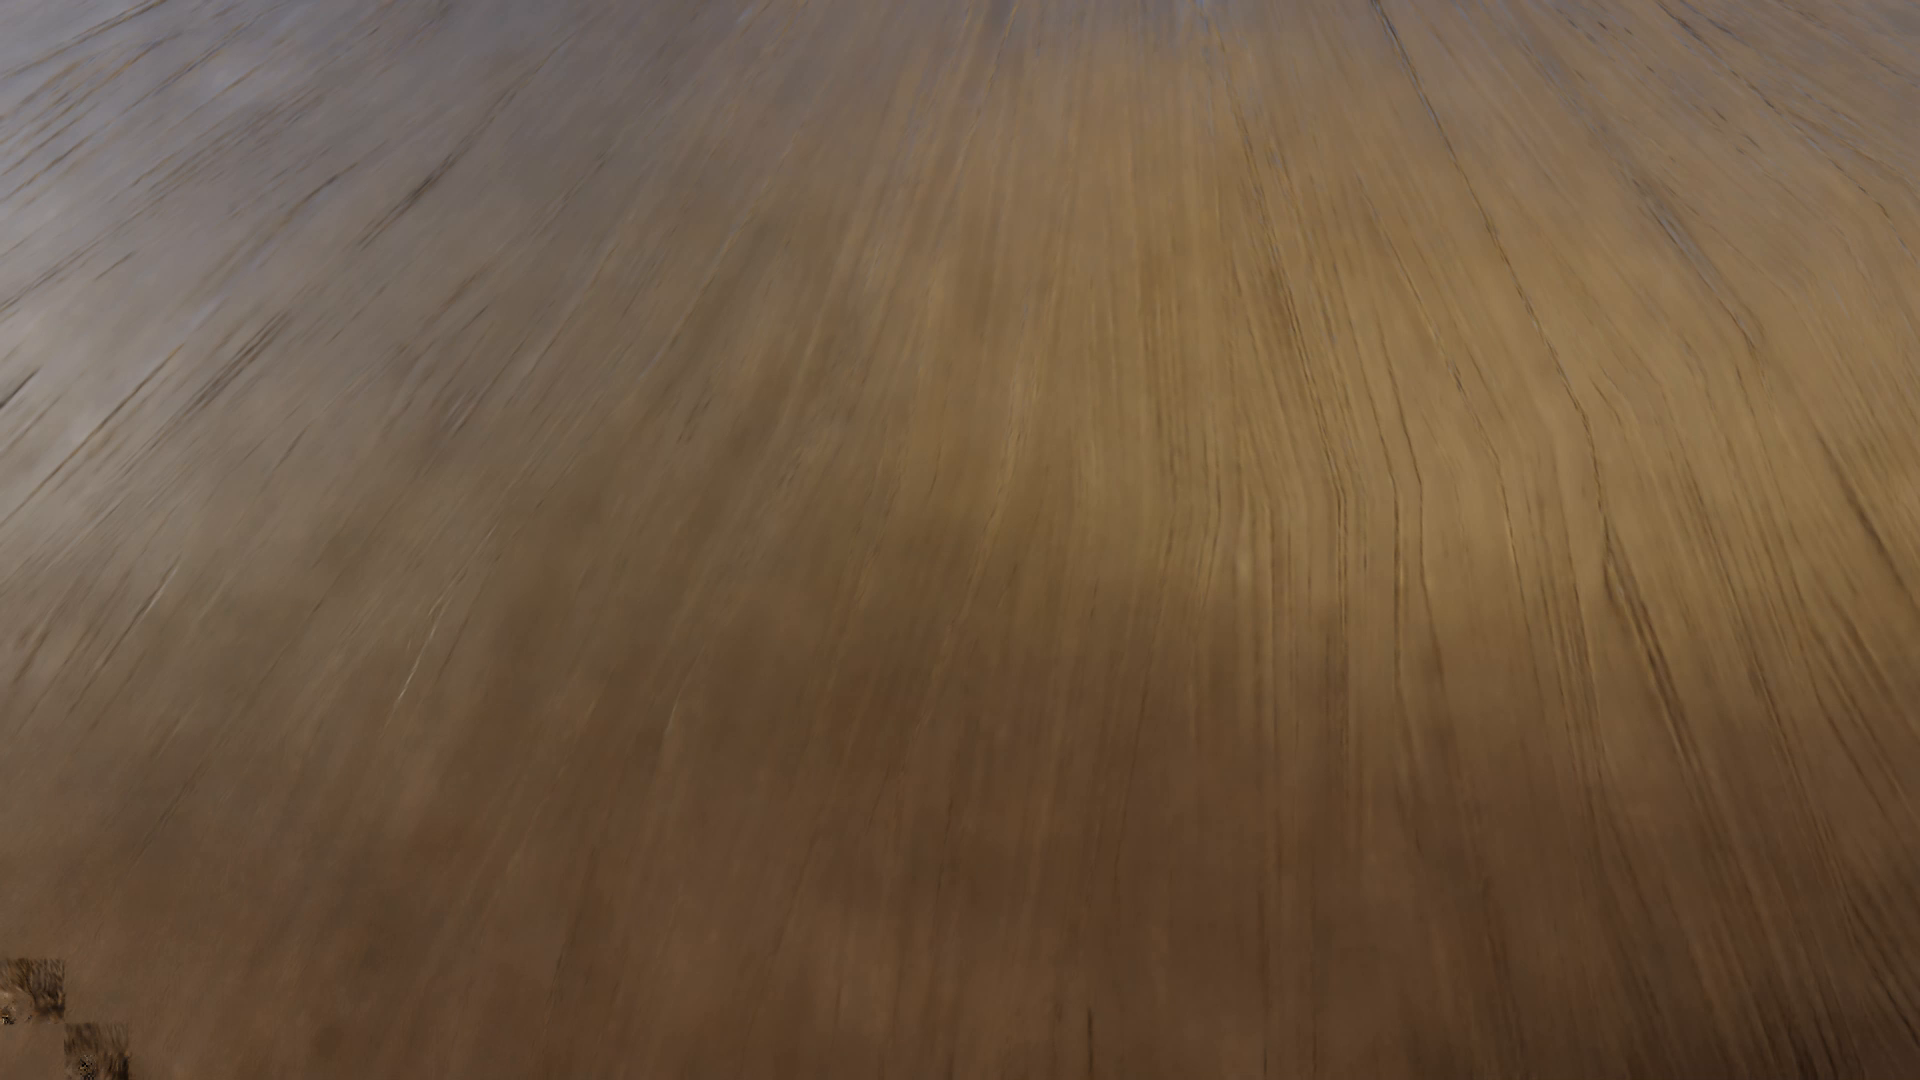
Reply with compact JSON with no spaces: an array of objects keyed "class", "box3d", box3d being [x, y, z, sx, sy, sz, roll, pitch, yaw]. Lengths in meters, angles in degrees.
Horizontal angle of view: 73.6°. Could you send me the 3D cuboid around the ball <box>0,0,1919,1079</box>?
[{"class":"ball","box3d":[0.002,-0.002,0.050,0.080,0.080,0.080,0,4,0]}]
